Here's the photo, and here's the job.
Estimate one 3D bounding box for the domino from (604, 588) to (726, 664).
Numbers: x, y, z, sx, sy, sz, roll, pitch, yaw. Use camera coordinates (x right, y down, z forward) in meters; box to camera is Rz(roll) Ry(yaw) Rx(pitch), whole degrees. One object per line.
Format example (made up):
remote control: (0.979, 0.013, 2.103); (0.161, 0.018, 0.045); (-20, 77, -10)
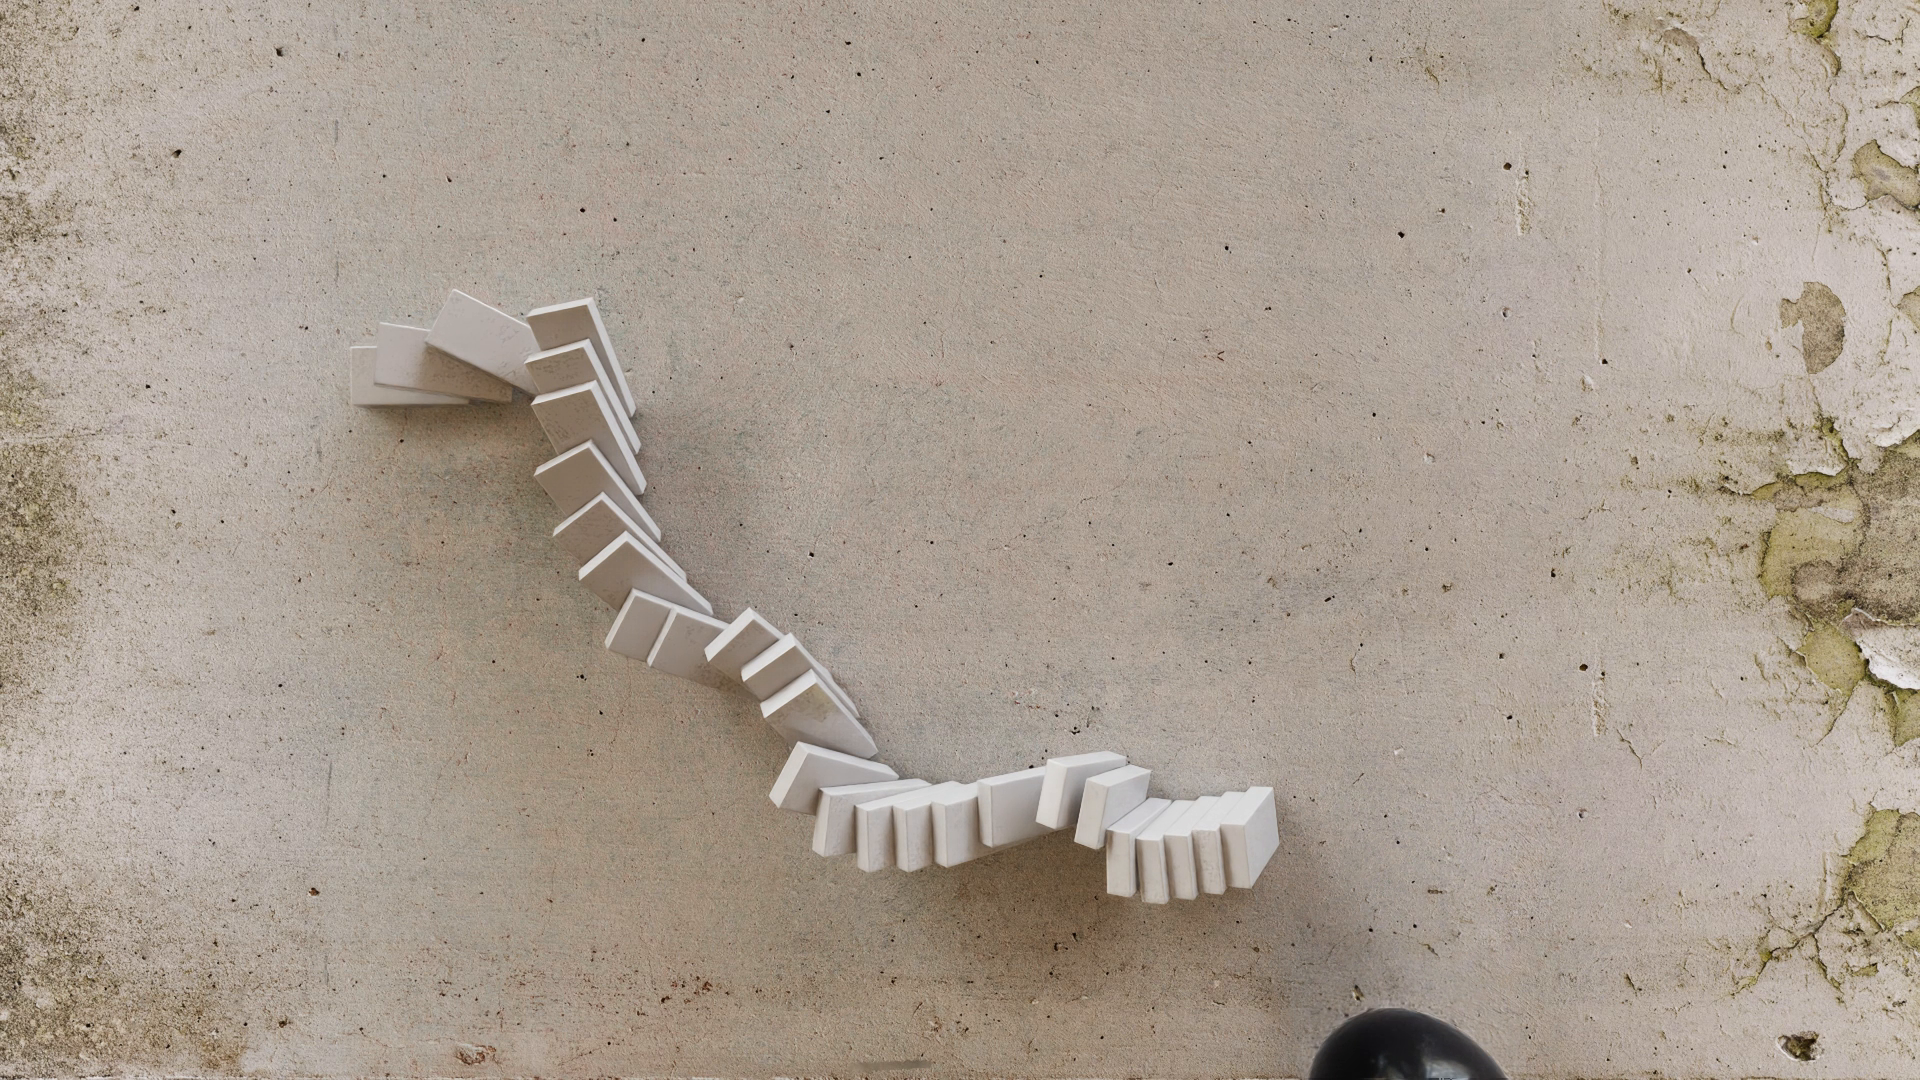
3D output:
domino: (-0.118, 0.041, 0.383); (0.050, 0.009, 0.025); (27, 91, -31)

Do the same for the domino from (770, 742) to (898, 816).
domino: (-0.051, 0.102, 0.380); (0.050, 0.009, 0.025); (28, 90, -41)

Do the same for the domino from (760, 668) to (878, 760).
domino: (-0.058, 0.078, 0.381); (0.025, 0.010, 0.050); (-35, 125, -3)

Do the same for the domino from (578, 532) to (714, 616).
domino: (-0.130, 0.022, 0.382); (0.025, 0.010, 0.050); (-40, 124, 0)

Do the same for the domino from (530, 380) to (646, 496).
domino: (-0.154, -0.039, 0.382); (0.025, 0.010, 0.050); (-15, 123, 2)

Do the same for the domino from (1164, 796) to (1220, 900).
domino: (0.098, 0.125, 0.376); (0.010, 0.050, 0.025); (-6, 90, 31)

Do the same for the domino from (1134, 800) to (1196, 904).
domino: (0.087, 0.127, 0.376); (0.009, 0.050, 0.025); (-6, 90, 31)

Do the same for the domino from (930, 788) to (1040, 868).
domino: (0.011, 0.116, 0.381); (0.050, 0.010, 0.025); (-2, 91, -38)

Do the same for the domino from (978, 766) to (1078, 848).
domino: (0.030, 0.109, 0.382); (0.050, 0.009, 0.025); (-1, 90, -35)

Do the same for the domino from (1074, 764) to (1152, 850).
domino: (0.063, 0.109, 0.376); (0.010, 0.050, 0.025); (11, 90, 31)

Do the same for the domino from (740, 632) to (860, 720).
domino: (-0.066, 0.064, 0.381); (0.025, 0.009, 0.050); (-35, 125, -2)

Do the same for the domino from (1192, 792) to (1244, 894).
domino: (0.108, 0.123, 0.376); (0.010, 0.050, 0.025); (-6, 90, 31)

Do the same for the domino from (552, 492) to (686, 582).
domino: (-0.142, 0.007, 0.384); (0.025, 0.010, 0.050); (-38, 119, 0)

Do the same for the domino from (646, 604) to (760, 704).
domino: (-0.101, 0.048, 0.383); (0.050, 0.010, 0.025); (27, 91, -31)

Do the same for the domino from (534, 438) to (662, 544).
domino: (-0.151, -0.015, 0.383); (0.025, 0.009, 0.050); (-28, 120, 0)

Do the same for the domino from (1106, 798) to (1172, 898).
domino: (0.074, 0.125, 0.376); (0.009, 0.050, 0.025); (-1, 90, 31)

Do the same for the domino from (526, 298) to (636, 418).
domino: (-0.157, -0.073, 0.383); (0.025, 0.009, 0.050); (-12, 122, 0)

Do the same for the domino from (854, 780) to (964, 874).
domino: (-0.020, 0.118, 0.381); (0.050, 0.010, 0.025); (-3, 91, -38)

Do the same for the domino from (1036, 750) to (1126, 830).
domino: (0.051, 0.102, 0.377); (0.010, 0.050, 0.025); (11, 90, 38)

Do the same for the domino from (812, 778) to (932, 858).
domino: (-0.036, 0.115, 0.381); (0.050, 0.010, 0.025); (6, 90, -39)

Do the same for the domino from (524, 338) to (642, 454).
domino: (-0.156, -0.056, 0.382); (0.025, 0.009, 0.050); (-15, 123, 2)

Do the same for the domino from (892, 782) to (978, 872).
domino: (-0.004, 0.118, 0.381); (0.050, 0.009, 0.025); (-3, 91, -38)

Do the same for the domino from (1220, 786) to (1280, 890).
domino: (0.119, 0.121, 0.376); (0.009, 0.050, 0.025); (-6, 90, 31)

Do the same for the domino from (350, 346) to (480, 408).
domino: (-0.235, -0.070, 0.395); (0.050, 0.010, 0.025); (-1, 90, 0)

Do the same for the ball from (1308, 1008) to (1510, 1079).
ball: (0.178, 0.229, 0.360); (0.080, 0.080, 0.080); (0, 90, 0)

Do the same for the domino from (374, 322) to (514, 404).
domino: (-0.214, -0.073, 0.383); (0.050, 0.009, 0.025); (5, 87, -26)

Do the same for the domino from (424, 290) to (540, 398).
domino: (-0.192, -0.080, 0.384); (0.050, 0.010, 0.025); (27, 78, -23)

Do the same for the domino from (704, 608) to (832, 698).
domino: (-0.079, 0.053, 0.382); (0.025, 0.010, 0.050); (-43, 125, 0)
